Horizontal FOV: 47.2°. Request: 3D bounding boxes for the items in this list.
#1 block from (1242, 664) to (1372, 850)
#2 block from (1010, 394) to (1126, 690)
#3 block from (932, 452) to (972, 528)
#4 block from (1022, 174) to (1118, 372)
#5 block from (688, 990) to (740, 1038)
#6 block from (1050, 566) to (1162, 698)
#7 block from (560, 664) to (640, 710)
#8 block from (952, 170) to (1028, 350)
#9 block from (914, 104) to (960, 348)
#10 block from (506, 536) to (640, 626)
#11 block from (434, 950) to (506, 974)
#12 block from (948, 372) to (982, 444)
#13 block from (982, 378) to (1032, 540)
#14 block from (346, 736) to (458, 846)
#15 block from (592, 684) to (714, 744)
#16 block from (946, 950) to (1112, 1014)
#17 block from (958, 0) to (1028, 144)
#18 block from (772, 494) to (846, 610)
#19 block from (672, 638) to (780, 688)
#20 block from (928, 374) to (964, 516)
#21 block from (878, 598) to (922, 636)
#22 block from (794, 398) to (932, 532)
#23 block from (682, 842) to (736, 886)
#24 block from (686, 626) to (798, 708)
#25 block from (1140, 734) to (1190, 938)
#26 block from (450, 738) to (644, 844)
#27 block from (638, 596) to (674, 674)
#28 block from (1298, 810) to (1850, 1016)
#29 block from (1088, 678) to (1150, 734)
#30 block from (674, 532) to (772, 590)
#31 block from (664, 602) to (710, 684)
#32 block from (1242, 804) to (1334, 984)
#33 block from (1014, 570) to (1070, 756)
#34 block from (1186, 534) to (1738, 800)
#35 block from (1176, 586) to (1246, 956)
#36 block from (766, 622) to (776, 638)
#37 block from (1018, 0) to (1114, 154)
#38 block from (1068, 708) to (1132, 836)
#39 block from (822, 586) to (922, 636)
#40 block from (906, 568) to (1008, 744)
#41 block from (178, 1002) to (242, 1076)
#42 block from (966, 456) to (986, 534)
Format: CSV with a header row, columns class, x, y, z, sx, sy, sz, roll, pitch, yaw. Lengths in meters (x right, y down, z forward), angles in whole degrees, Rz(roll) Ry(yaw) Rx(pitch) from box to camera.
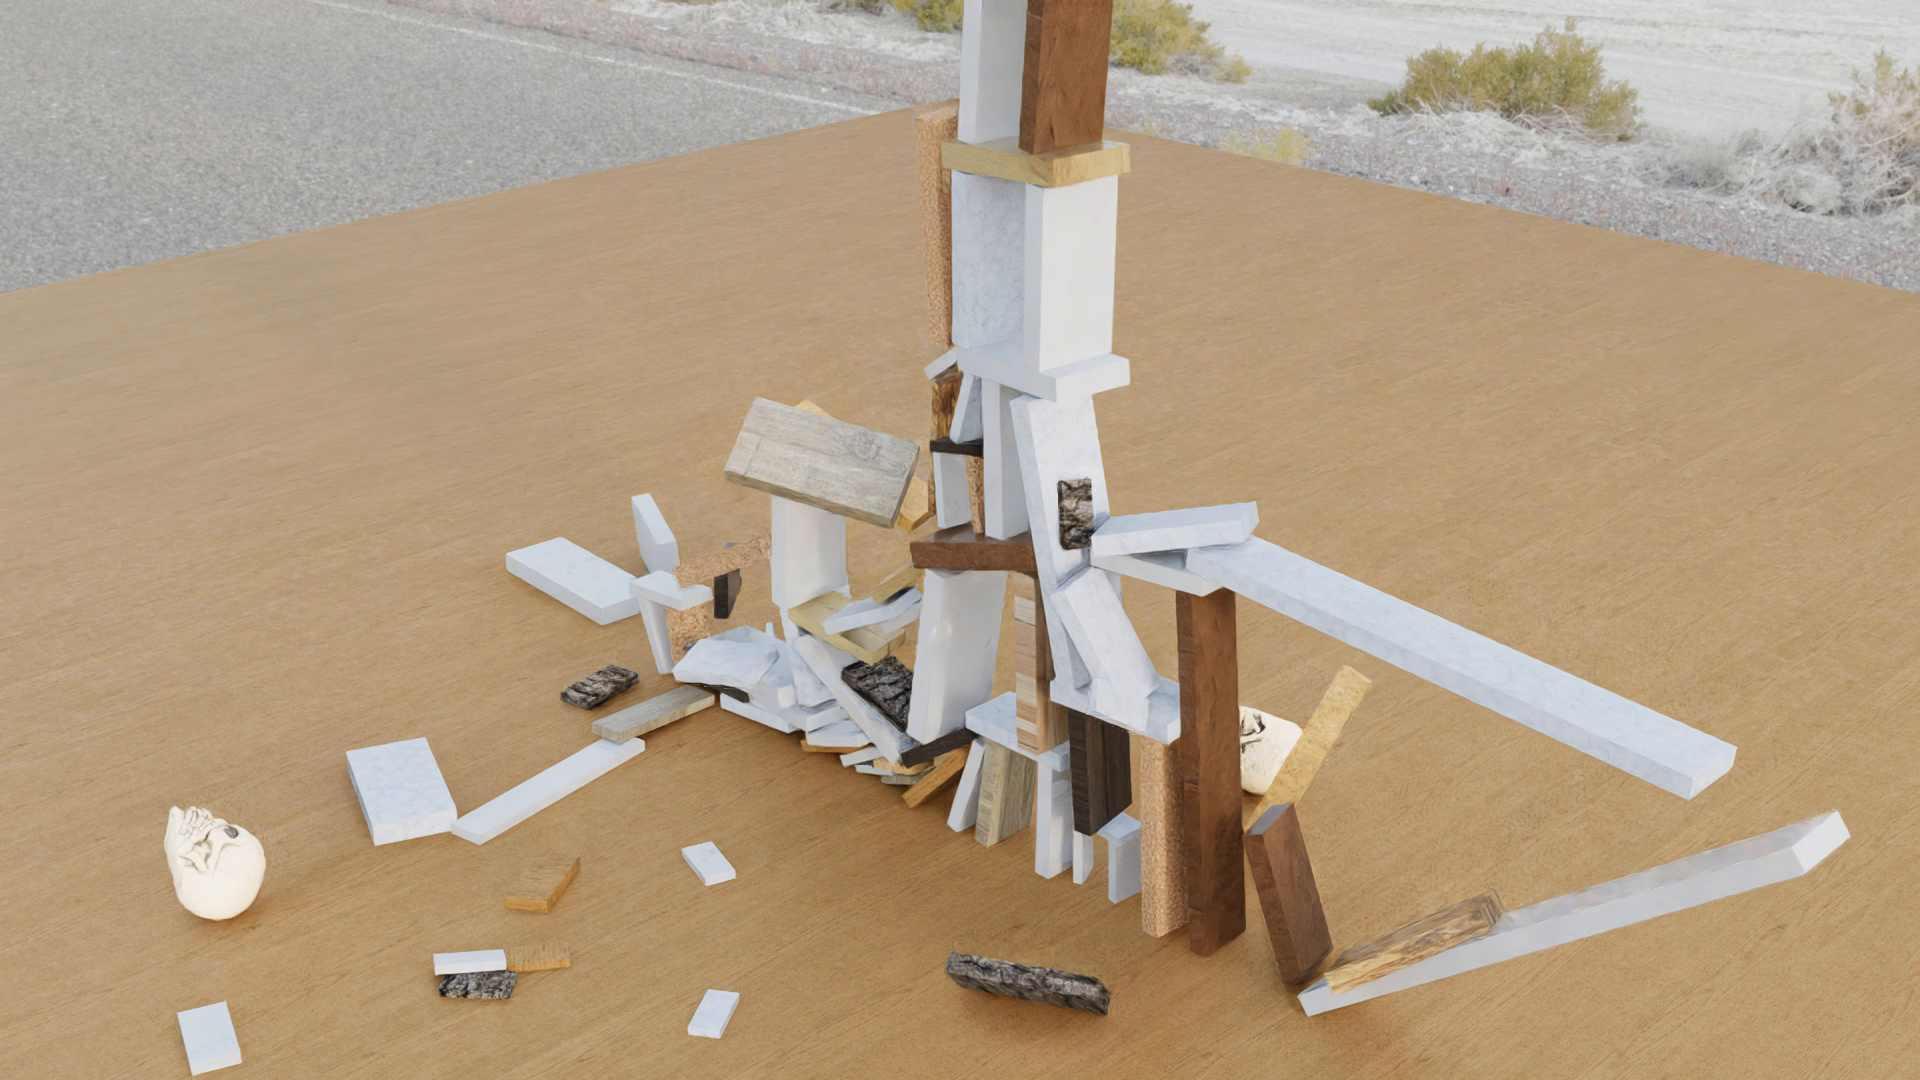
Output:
class,x,y,z,sx,sy,sz,roll,pitch,yaw
block,0.657,0.429,4.220,0.060,0.426,0.017,34,22,19
block,0.201,-0.011,3.921,0.155,0.542,0.044,-25,24,-37
block,-0.012,-0.101,4.195,0.073,0.146,0.021,-15,18,-38
block,0.187,-0.459,3.740,0.161,0.322,0.046,-18,32,-33
block,-0.426,0.820,3.808,0.057,0.016,0.113,5,23,11
block,0.258,0.177,3.878,0.035,0.246,0.123,-22,9,41
block,-0.810,0.332,4.949,0.083,0.024,0.166,14,27,30
block,0.066,-0.512,3.913,0.161,0.322,0.046,-16,30,-29
block,0.014,-0.574,3.971,0.175,0.424,0.049,-25,35,-34
block,-0.942,0.099,5.469,0.165,0.047,0.439,-19,30,-38
block,-0.876,0.754,3.929,0.123,0.017,0.062,-1,8,-17
block,0.039,-0.269,4.089,0.090,0.179,0.025,-16,43,-39
block,0.112,-0.169,4.027,0.044,0.310,0.155,18,29,41
block,-1.144,0.510,4.498,0.165,0.047,0.329,-10,25,-21
block,-0.668,0.378,4.804,0.083,0.024,0.294,16,23,34
block,0.119,0.766,3.804,0.265,0.037,0.132,7,-20,17
block,0.070,-0.832,3.749,0.146,0.292,0.041,-21,36,-38
block,-0.310,-0.029,4.528,0.162,0.323,0.046,-24,39,-38
block,-0.510,0.268,4.789,0.220,0.031,0.110,3,37,37
block,-0.011,-0.185,4.256,0.090,0.298,0.025,-13,38,-21
block,-0.069,0.129,4.432,0.194,0.027,0.097,-28,4,41
block,-0.207,-0.152,4.431,0.368,0.031,0.110,36,45,17
block,-0.487,0.627,4.262,0.062,0.017,0.123,-12,26,-25
block,-0.436,0.277,4.855,0.162,0.046,0.378,-18,23,-34
block,0.392,0.512,4.013,0.135,0.420,0.038,-19,26,-37
block,-0.844,0.506,4.538,0.081,0.023,0.479,15,27,32
block,-0.671,0.206,5.045,0.092,0.184,0.026,-21,9,-41
block,0.928,0.606,3.477,0.142,0.040,1.023,-21,-7,-41
block,0.276,0.288,3.813,0.121,0.060,0.017,25,-28,-33
block,-0.461,0.028,4.816,0.175,0.049,0.349,-21,2,-40
block,-0.613,0.225,4.994,0.092,0.184,0.026,-17,18,-35
block,0.584,0.629,3.911,0.040,0.284,0.142,-10,11,34
block,0.183,0.204,4.096,0.051,0.358,0.179,18,29,41
block,0.764,0.177,3.490,0.938,0.037,0.132,26,34,38
block,0.448,0.402,3.913,0.035,0.704,0.123,13,26,41
block,-0.438,0.241,5.117,0.016,0.057,0.113,-10,23,-1
block,0.175,-0.789,3.608,0.146,0.292,0.041,-18,36,-32
block,0.260,0.400,4.083,0.038,0.269,0.135,15,32,36
block,-0.179,0.143,4.453,0.193,0.027,0.097,-16,13,40
block,-0.004,0.204,4.307,0.179,0.381,0.051,-22,40,-40
block,-1.276,0.846,3.738,0.081,0.023,0.161,-11,25,-23
block,0.051,-0.092,4.124,0.073,0.146,0.021,-19,19,-39
